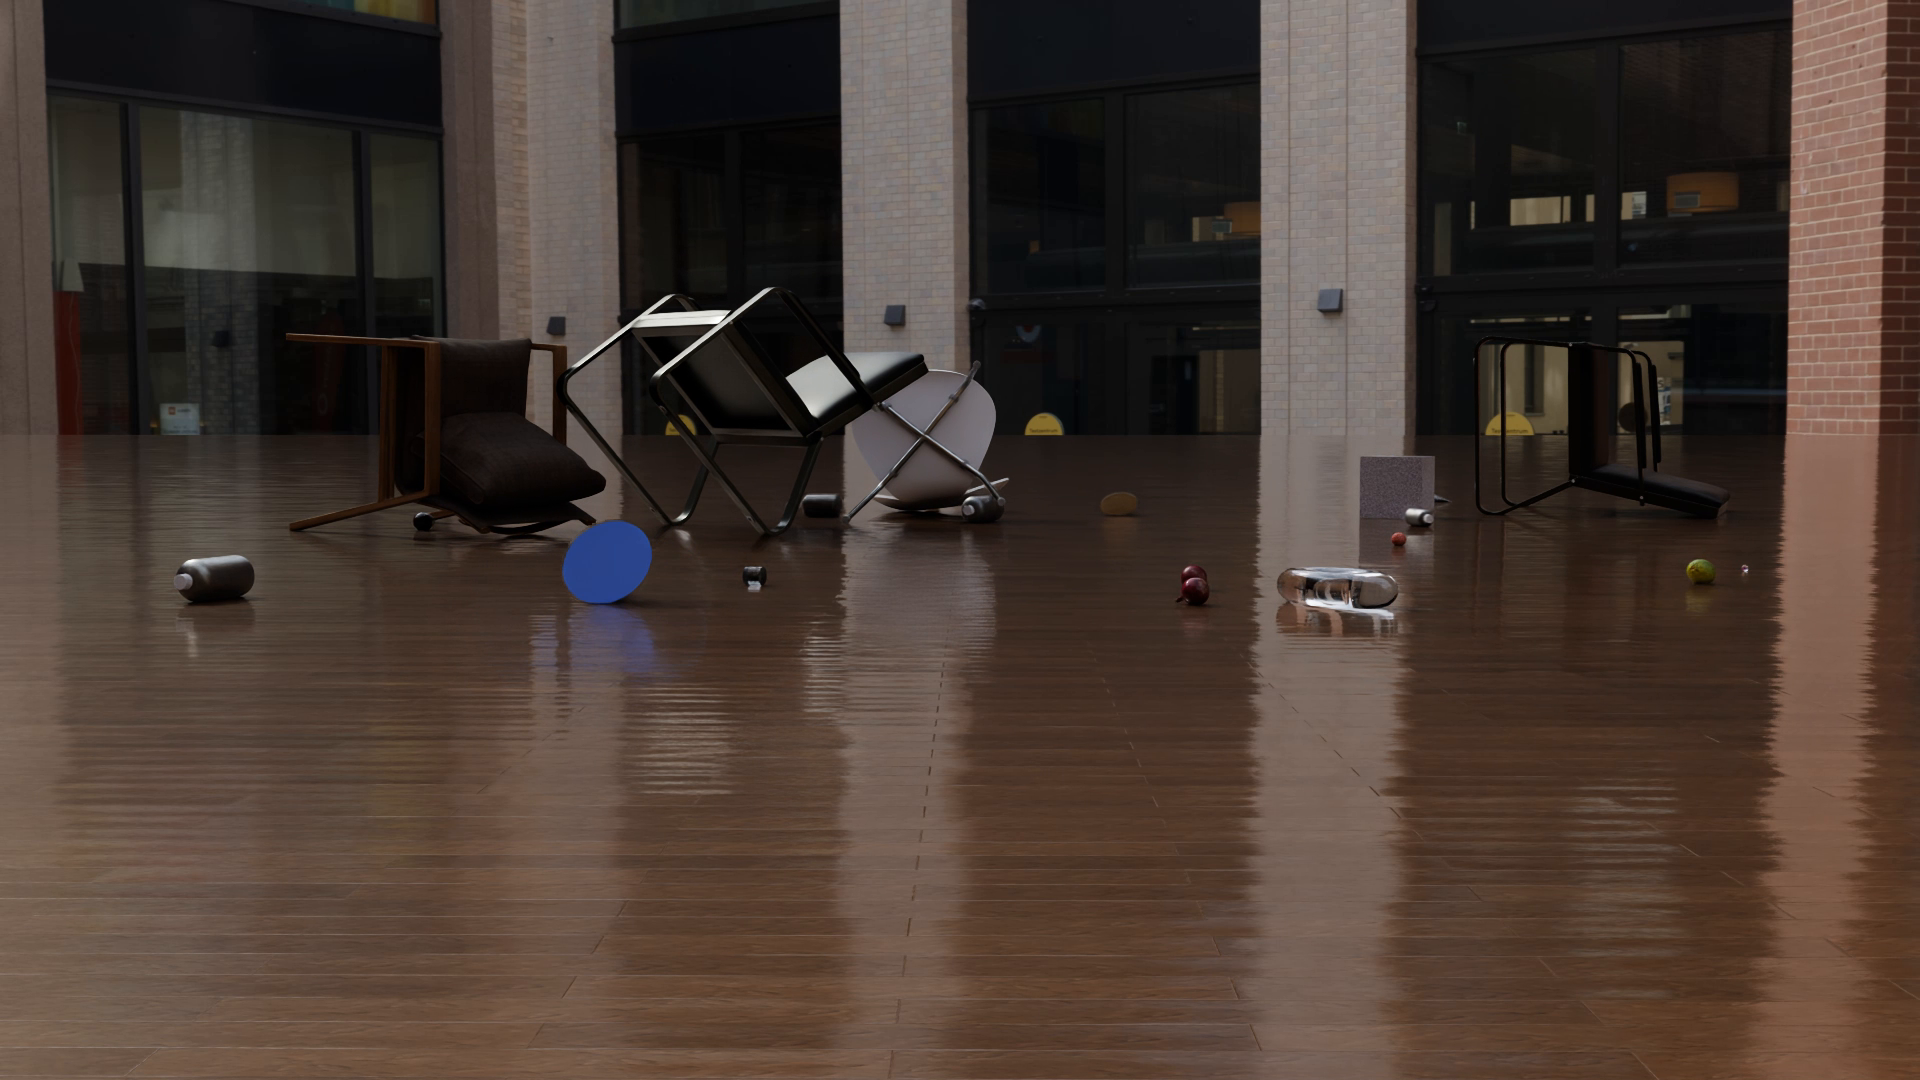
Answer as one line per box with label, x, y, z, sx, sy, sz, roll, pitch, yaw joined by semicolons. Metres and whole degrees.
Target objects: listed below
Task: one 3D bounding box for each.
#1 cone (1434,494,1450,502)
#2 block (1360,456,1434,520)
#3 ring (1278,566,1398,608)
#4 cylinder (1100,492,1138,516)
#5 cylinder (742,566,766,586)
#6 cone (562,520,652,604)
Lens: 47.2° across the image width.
cone;1.794;-0.182;8.732;0.339;0.127;0.233;10;8;-6
block;1.534;-0.187;7.710;0.219;0.213;0.168;2;4;26
ring;0.784;0.099;4.580;0.139;0.074;0.308;-5;6;-39
cylinder;0.568;-0.129;7.857;0.131;0.077;0.114;-8;3;5
cylinder;-0.471;0.082;5.040;0.040;0.043;0.044;1;21;20
cone;-0.755;0.080;4.753;0.198;0.165;0.284;-41;-6;-14
